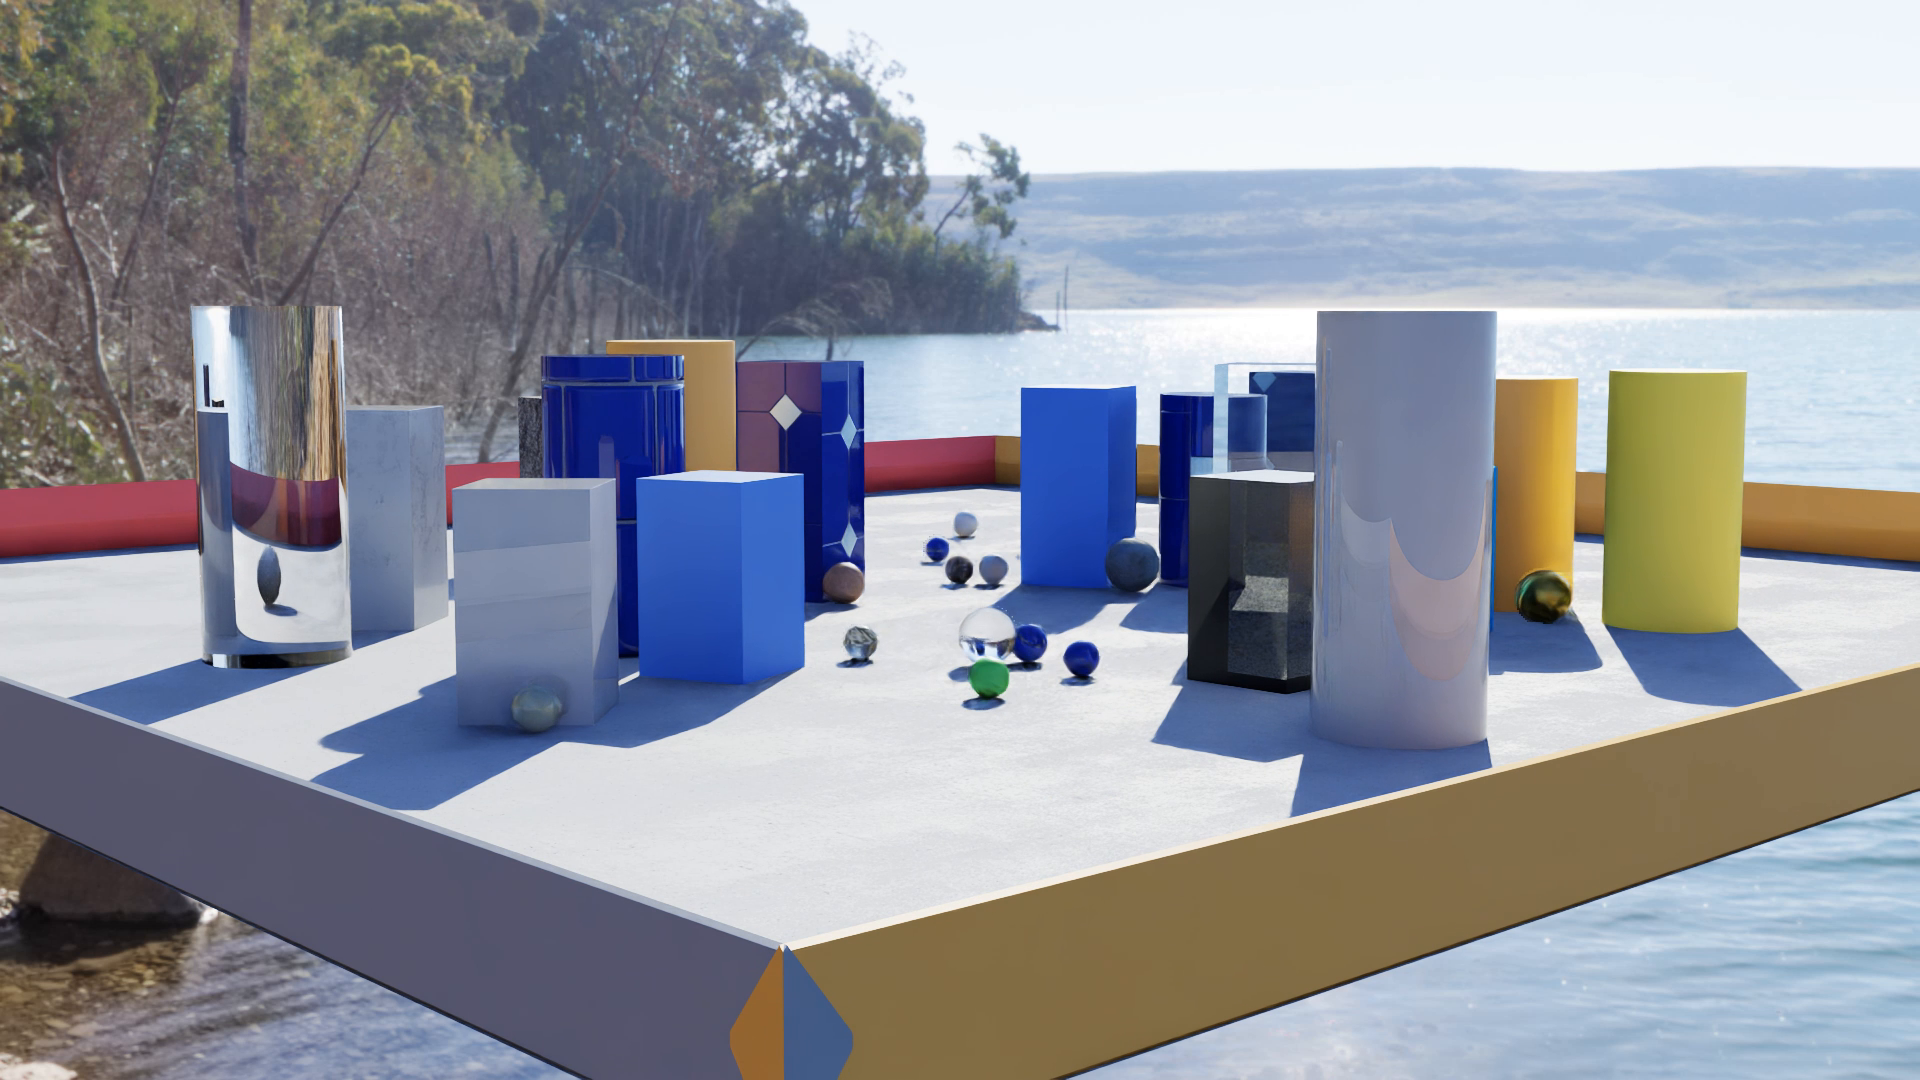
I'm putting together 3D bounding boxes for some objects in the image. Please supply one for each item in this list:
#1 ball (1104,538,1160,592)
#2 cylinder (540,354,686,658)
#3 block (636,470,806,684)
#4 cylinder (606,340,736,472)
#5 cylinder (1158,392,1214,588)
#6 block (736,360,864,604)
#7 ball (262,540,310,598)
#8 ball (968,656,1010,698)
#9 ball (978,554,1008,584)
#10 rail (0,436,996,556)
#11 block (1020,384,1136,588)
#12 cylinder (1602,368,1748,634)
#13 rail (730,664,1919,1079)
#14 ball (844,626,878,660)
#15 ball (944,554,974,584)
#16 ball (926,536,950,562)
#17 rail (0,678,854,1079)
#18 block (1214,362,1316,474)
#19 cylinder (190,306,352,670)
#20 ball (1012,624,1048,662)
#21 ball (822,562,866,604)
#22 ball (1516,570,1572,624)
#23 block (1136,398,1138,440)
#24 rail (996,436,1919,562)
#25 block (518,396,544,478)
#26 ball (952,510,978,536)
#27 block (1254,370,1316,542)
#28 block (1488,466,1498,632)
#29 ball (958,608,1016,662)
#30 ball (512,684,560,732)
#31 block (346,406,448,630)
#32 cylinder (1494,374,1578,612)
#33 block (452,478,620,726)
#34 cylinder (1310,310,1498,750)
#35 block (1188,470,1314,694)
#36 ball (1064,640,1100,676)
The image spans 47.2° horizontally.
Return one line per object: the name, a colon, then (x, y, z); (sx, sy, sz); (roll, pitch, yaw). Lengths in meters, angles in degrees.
ball: (0.268, 0.039, 3.427); (0.085, 0.085, 0.085); (0, 6, 0)
cylinder: (-0.447, -0.048, 2.851); (0.183, 0.380, 0.183); (0, 6, 0)
block: (-0.289, 0.042, 2.675); (0.146, 0.239, 0.146); (3, 7, 26)
cylinder: (-0.413, -0.088, 3.160); (0.183, 0.394, 0.183); (0, 6, 0)
cylinder: (0.412, -0.083, 3.540); (0.183, 0.304, 0.183); (0, 6, 0)
block: (-0.244, -0.094, 3.376); (0.146, 0.360, 0.146); (3, 7, 23)
ball: (-1.014, 0.045, 3.347); (0.090, 0.090, 0.090); (0, 6, 0)
ball: (0.034, 0.156, 2.504); (0.047, 0.047, 0.047); (0, 6, 0)
ball: (0.054, 0.046, 3.532); (0.048, 0.048, 0.048); (0, 6, 0)
rail: (-1.049, -0.090, 4.463); (3.144, 0.119, 0.045); (-6, 8, -42)
block: (0.192, -0.090, 3.550); (0.146, 0.315, 0.146); (2, 7, 22)
cylinder: (0.996, -0.059, 3.070); (0.183, 0.355, 0.183); (0, 6, 0)
rail: (1.049, 0.151, 2.202); (3.144, 0.119, 0.045); (-6, 8, -42)
ball: (-0.125, 0.129, 2.774); (0.044, 0.044, 0.044); (0, 6, 0)
ball: (-0.001, 0.047, 3.534); (0.046, 0.046, 0.046); (0, 6, 0)
ball: (-0.039, 0.016, 3.835); (0.043, 0.043, 0.043); (0, 6, 0)
rail: (-1.138, 0.142, 2.288); (0.045, 0.119, 3.142); (-6, 8, -42)
block: (0.454, -0.073, 3.177); (0.146, 0.361, 0.146); (2, 6, 20)
cylinder: (-0.866, -0.072, 2.770); (0.183, 0.444, 0.183); (0, 6, 0)
ball: (0.086, 0.129, 2.755); (0.049, 0.049, 0.049); (0, 6, 0)
ball: (-0.174, 0.064, 3.291); (0.063, 0.063, 0.063); (0, 6, 0)
ball: (0.821, 0.080, 3.090); (0.075, 0.075, 0.075); (0, 6, 0)
block: (0.276, -0.158, 4.438); (0.146, 0.261, 0.146); (0, 6, -1)
rail: (1.138, -0.080, 4.377); (0.045, 0.119, 3.142); (-6, 8, -42)
block: (-0.672, -0.108, 3.861); (0.146, 0.285, 0.146); (-5, 8, -40)
ball: (0.010, -0.032, 4.251); (0.050, 0.050, 0.050); (0, 6, 0)
block: (0.668, -0.166, 4.235); (0.146, 0.320, 0.146); (5, 8, 40)
block: (0.638, 0.008, 3.048); (0.146, 0.226, 0.146); (-2, 6, -20)
ball: (0.034, 0.120, 2.727); (0.072, 0.072, 0.072); (0, 6, 0)
ball: (-0.444, 0.176, 2.304); (0.051, 0.051, 0.051); (0, 6, 0)
block: (-0.815, -0.034, 3.085); (0.146, 0.303, 0.146); (1, 6, 5)
cylinder: (0.822, -0.073, 3.276); (0.183, 0.339, 0.183); (0, 6, 0)
block: (-0.461, 0.064, 2.402); (0.146, 0.252, 0.146); (0, 6, 2)
cylinder: (0.458, -0.017, 2.281); (0.183, 0.439, 0.183); (0, 6, 0)
block: (0.375, 0.045, 2.616); (0.146, 0.244, 0.146); (6, 9, 45)
ball: (0.147, 0.142, 2.647); (0.044, 0.044, 0.044); (0, 6, 0)
